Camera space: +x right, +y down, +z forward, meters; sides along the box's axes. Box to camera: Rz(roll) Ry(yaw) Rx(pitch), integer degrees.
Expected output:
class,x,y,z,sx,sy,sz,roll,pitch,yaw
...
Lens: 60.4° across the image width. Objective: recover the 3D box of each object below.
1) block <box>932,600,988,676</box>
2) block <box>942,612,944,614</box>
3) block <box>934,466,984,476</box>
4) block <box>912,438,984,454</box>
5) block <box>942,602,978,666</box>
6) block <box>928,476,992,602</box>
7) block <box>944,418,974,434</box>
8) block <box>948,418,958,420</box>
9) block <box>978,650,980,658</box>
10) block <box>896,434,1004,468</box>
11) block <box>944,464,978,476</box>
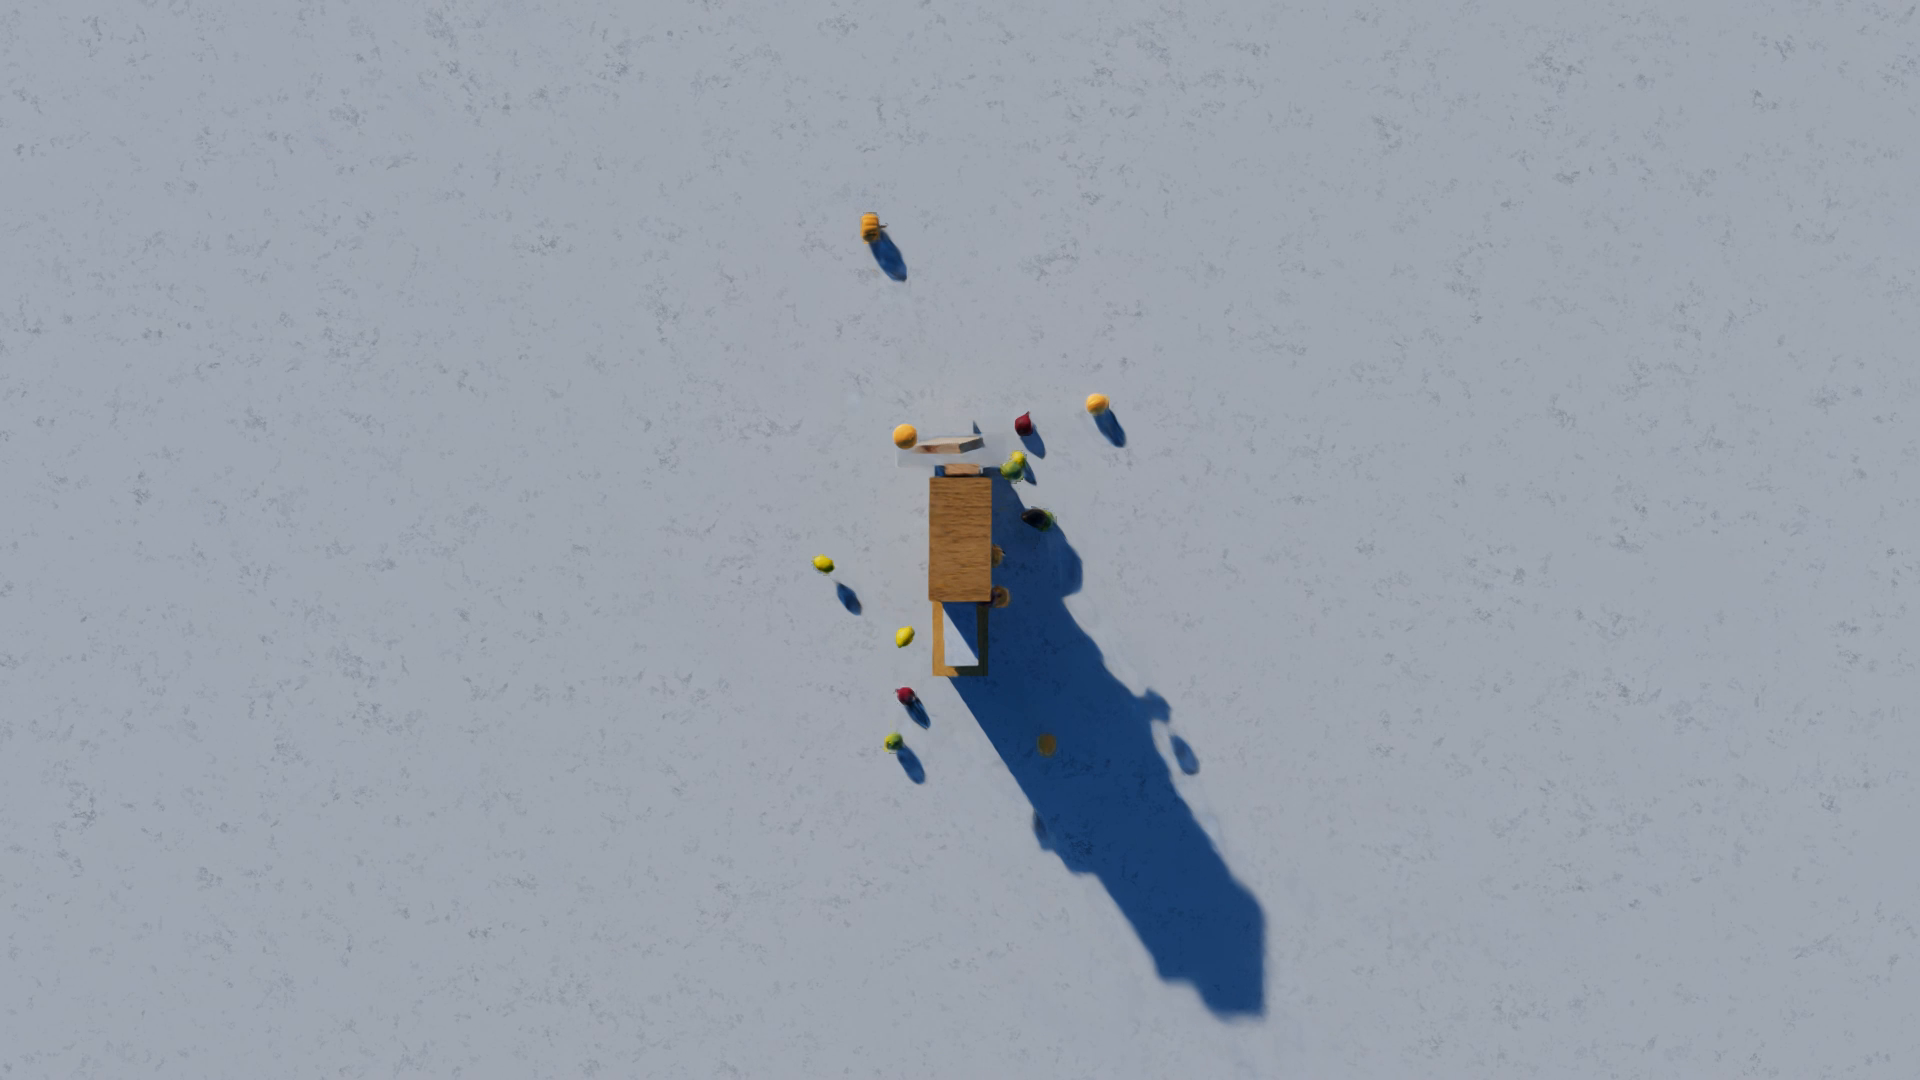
class,x,y,z,sx,sy,sz,roll,pitch,yaw
block,0.001,0.250,5.133,0.171,0.049,0.343,0,90,0
block,-0.001,0.214,5.008,0.100,0.200,0.028,0,87,0
block,-0.003,-0.079,5.174,0.152,0.043,0.304,0,90,0
block,-0.037,-0.288,5.054,0.104,0.208,0.029,-19,104,-42
block,0.002,0.273,4.893,0.100,0.028,0.200,-2,90,0
block,0.000,-0.003,4.728,0.177,0.050,0.355,0,90,0
block,-0.003,-0.295,5.300,0.093,0.026,0.186,0,91,0
block,-0.004,-0.372,5.406,0.093,0.186,0.026,0,101,0
block,0.007,0.343,5.008,0.100,0.200,0.028,3,87,0
block,-0.030,-0.285,5.261,0.343,0.029,0.104,-1,91,-8
block,0.004,-0.213,5.049,0.104,0.208,0.029,0,90,0
